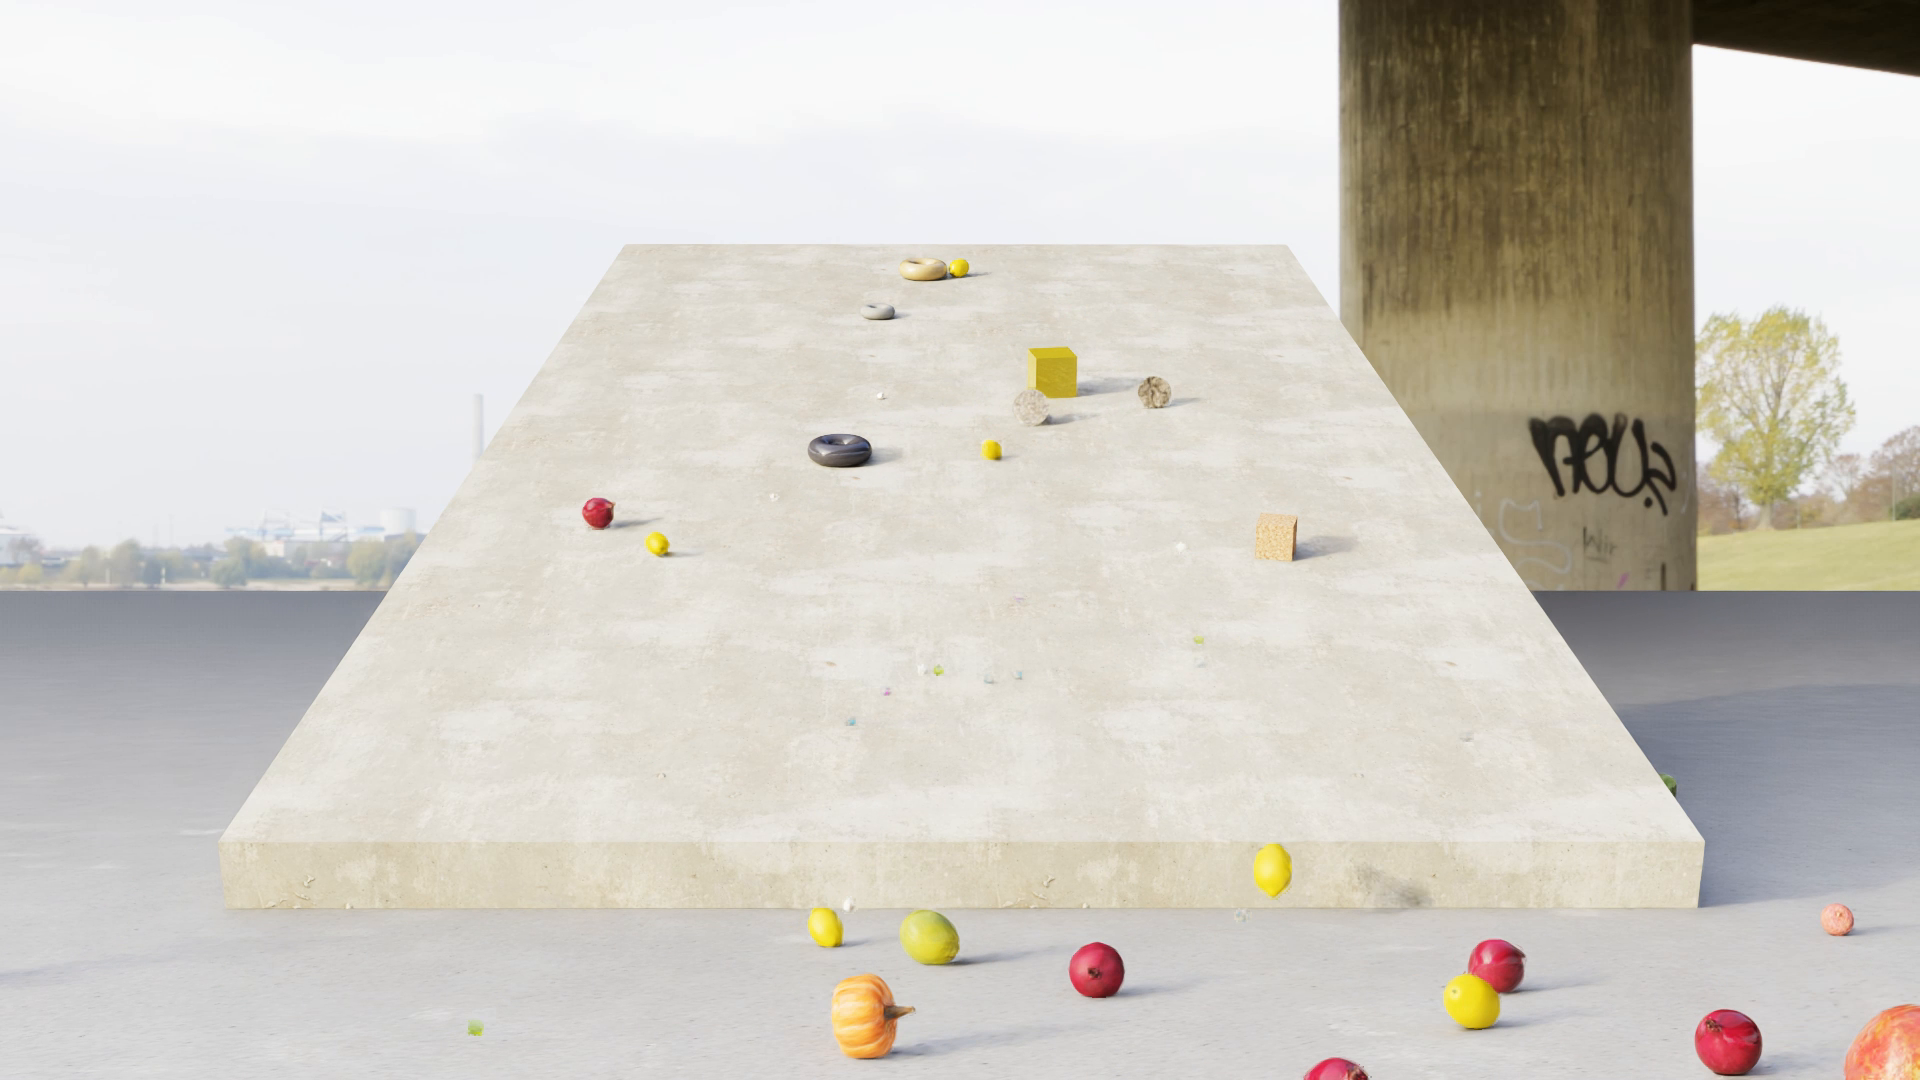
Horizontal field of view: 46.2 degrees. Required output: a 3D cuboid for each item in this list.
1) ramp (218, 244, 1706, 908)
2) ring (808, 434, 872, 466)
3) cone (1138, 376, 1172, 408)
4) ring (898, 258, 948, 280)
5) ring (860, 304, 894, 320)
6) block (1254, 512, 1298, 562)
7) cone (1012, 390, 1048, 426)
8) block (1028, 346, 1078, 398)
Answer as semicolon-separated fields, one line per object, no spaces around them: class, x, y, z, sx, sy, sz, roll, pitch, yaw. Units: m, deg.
ramp;-0.004;-0.197;4.935;2.000;0.100;4.000;0;19;0
ring;-0.250;-0.187;4.683;0.136;0.045;0.136;0;18;0
cone;0.437;-0.327;5.109;0.075;0.075;0.075;0;-8;-3
ring;-0.104;-0.765;6.363;0.139;0.046;0.139;1;19;0
ring;-0.216;-0.600;5.904;0.092;0.031;0.092;1;19;0
block;0.579;-0.006;4.124;0.067;0.067;0.067;5;20;14
cone;0.164;-0.285;4.980;0.082;0.082;0.082;0;-8;12
block;0.211;-0.385;5.180;0.096;0.096;0.096;-3;19;-10
